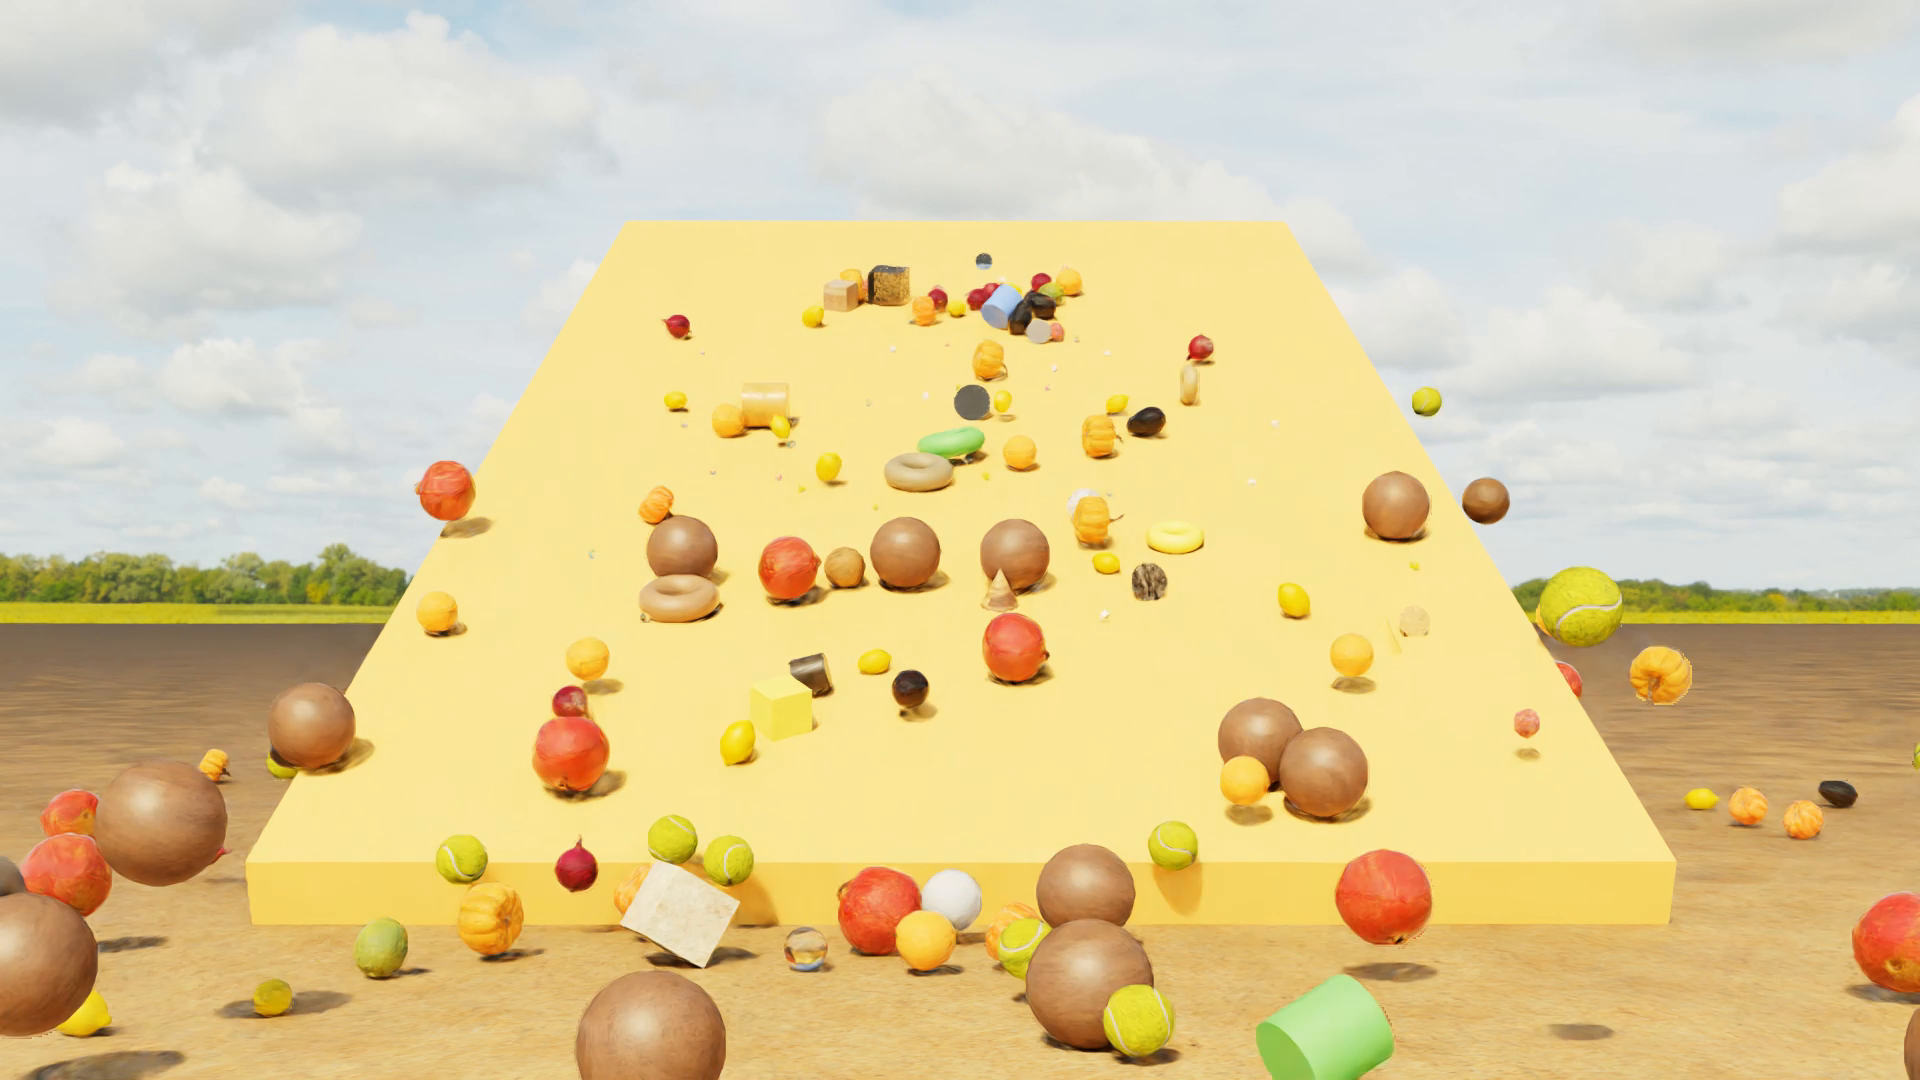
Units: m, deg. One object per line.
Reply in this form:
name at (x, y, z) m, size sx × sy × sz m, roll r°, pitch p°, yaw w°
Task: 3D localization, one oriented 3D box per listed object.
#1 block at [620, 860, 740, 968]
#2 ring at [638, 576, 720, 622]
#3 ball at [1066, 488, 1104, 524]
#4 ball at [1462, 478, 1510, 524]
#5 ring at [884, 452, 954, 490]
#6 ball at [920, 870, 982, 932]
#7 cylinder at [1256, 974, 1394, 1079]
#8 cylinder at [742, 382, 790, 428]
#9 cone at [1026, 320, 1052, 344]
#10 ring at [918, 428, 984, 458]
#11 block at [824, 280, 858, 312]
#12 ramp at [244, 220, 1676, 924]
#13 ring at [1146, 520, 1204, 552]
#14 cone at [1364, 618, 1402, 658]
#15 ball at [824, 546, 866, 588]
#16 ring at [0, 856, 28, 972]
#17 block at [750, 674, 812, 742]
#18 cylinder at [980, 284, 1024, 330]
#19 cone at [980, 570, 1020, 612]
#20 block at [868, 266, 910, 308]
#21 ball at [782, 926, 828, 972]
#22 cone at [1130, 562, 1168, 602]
block at (-0.351, 0.467, 2.850) m, size 0.093 × 0.093 × 0.093 m, roll 35°, pitch -16°, yaw -21°
ring at (-0.497, 0.103, 4.026) m, size 0.144 × 0.048 × 0.144 m, roll -1°, pitch 22°, yaw 0°
ball at (0.243, -0.065, 4.438) m, size 0.072 × 0.072 × 0.072 m, roll 0°, pitch -2°, yaw 0°
ball at (1.054, -0.078, 4.566) m, size 0.096 × 0.096 × 0.096 m, roll 0°, pitch -2°, yaw 0°
ring at (-0.084, -0.140, 4.668) m, size 0.143 × 0.048 × 0.143 m, roll 0°, pitch 22°, yaw 0°
ball at (-0.011, 0.478, 3.021) m, size 0.082 × 0.082 × 0.082 m, roll 0°, pitch -2°, yaw 0°
cylinder at (0.323, 0.444, 2.018) m, size 0.086 × 0.086 × 0.086 m, roll -27°, pitch 9°, yaw -23°
cylinder at (-0.425, -0.297, 5.008) m, size 0.098 × 0.098 × 0.098 m, roll 1°, pitch -2°, yaw 1°
cone at (0.199, -0.514, 5.683) m, size 0.062 × 0.062 × 0.062 m, roll 0°, pitch -6°, yaw 7°
ring at (-0.019, -0.204, 4.810) m, size 0.147 × 0.049 × 0.147 m, roll -11°, pitch 8°, yaw 2°
block at (-0.311, -0.637, 5.950) m, size 0.067 × 0.067 × 0.067 m, roll 9°, pitch 23°, yaw 23°
ramp at (-0.006, -0.213, 5.069) m, size 2.000 × 0.100 × 4.000 m, roll 0°, pitch 21°, yaw 0°
ring at (0.408, -0.006, 4.334) m, size 0.110 × 0.037 × 0.110 m, roll 0°, pitch 22°, yaw 0°
cone at (0.720, 0.158, 3.864) m, size 0.063 × 0.063 × 0.063 m, roll 0°, pitch 21°, yaw 0°
ball at (-0.209, 0.050, 4.129) m, size 0.075 × 0.075 × 0.075 m, roll 0°, pitch -2°, yaw 0°
ring at (-1.176, 0.454, 2.765) m, size 0.049 × 0.146 × 0.146 m, roll -3°, pitch -2°, yaw 0°
block at (-0.281, 0.263, 3.571) m, size 0.071 × 0.071 × 0.071 m, roll -13°, pitch 24°, yaw -31°
cylinder at (0.107, -0.590, 5.769) m, size 0.080 × 0.080 × 0.080 m, roll -2°, pitch 40°, yaw 44°
cone at (0.071, 0.082, 4.051) m, size 0.070 × 0.070 × 0.070 m, roll 0°, pitch 21°, yaw 0°
block at (-0.188, -0.670, 6.010) m, size 0.087 × 0.087 × 0.087 m, roll 5°, pitch 21°, yaw 13°
ball at (-0.190, 0.501, 2.794) m, size 0.055 × 0.055 × 0.055 m, roll 0°, pitch -2°, yaw 0°
cone at (0.328, 0.079, 4.115) m, size 0.070 × 0.070 × 0.070 m, roll 1°, pitch -7°, yaw -18°
